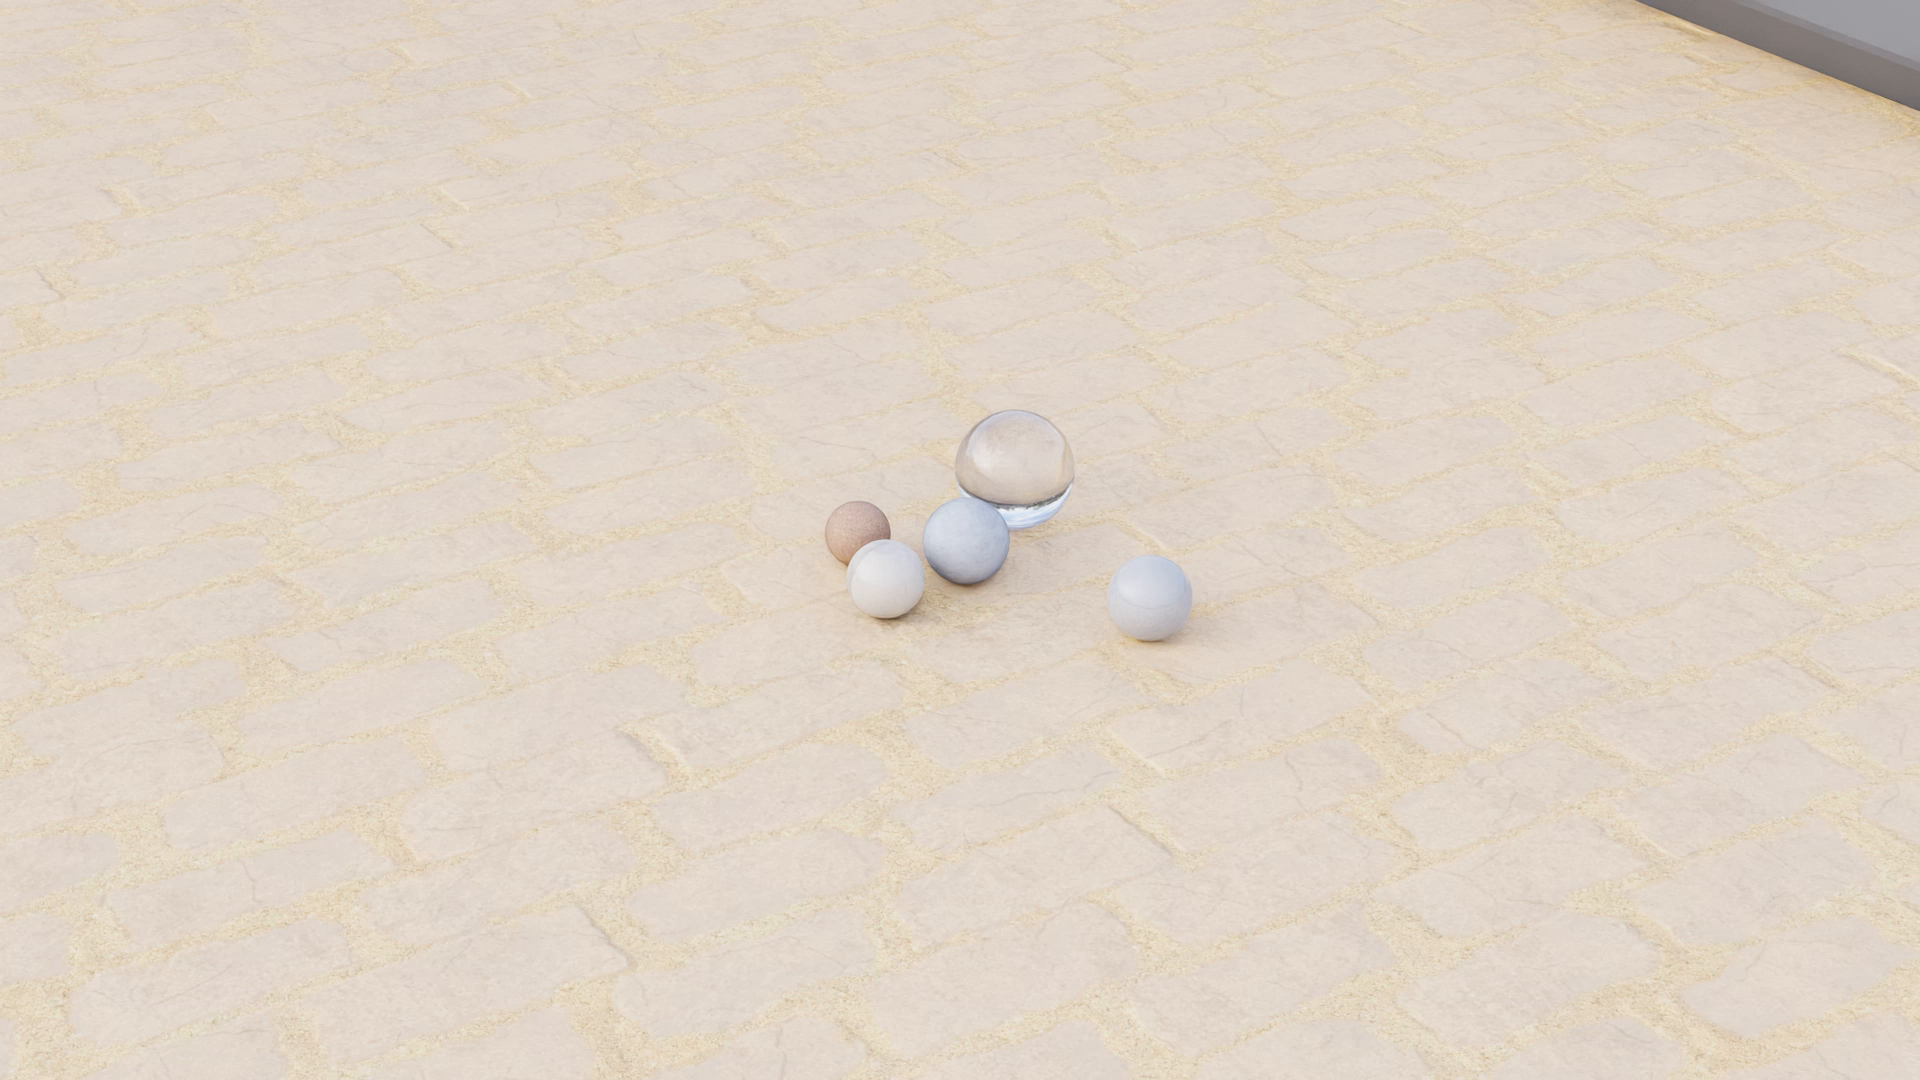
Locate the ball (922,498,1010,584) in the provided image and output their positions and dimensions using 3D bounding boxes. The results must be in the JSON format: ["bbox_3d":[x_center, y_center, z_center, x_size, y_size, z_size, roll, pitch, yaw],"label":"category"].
[{"bbox_3d":[0.004,0.001,1.872,0.056,0.056,0.056,0,29,0],"label":"ball"}]

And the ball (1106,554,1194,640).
[{"bbox_3d":[0.117,0.035,1.810,0.053,0.053,0.053,0,29,0],"label":"ball"}]

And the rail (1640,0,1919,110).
[{"bbox_3d":[0.409,-0.766,3.216,0.045,0.114,4.411,-16,33,-27],"label":"rail"}]

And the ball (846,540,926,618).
[{"bbox_3d":[-0.046,0.024,1.835,0.049,0.049,0.049,0,29,0],"label":"ball"}]

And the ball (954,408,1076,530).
[{"bbox_3d":[0.036,-0.046,1.933,0.080,0.080,0.080,0,29,0],"label":"ball"}]

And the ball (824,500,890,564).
[{"bbox_3d":[-0.066,-0.004,1.894,0.043,0.043,0.043,0,29,0],"label":"ball"}]
